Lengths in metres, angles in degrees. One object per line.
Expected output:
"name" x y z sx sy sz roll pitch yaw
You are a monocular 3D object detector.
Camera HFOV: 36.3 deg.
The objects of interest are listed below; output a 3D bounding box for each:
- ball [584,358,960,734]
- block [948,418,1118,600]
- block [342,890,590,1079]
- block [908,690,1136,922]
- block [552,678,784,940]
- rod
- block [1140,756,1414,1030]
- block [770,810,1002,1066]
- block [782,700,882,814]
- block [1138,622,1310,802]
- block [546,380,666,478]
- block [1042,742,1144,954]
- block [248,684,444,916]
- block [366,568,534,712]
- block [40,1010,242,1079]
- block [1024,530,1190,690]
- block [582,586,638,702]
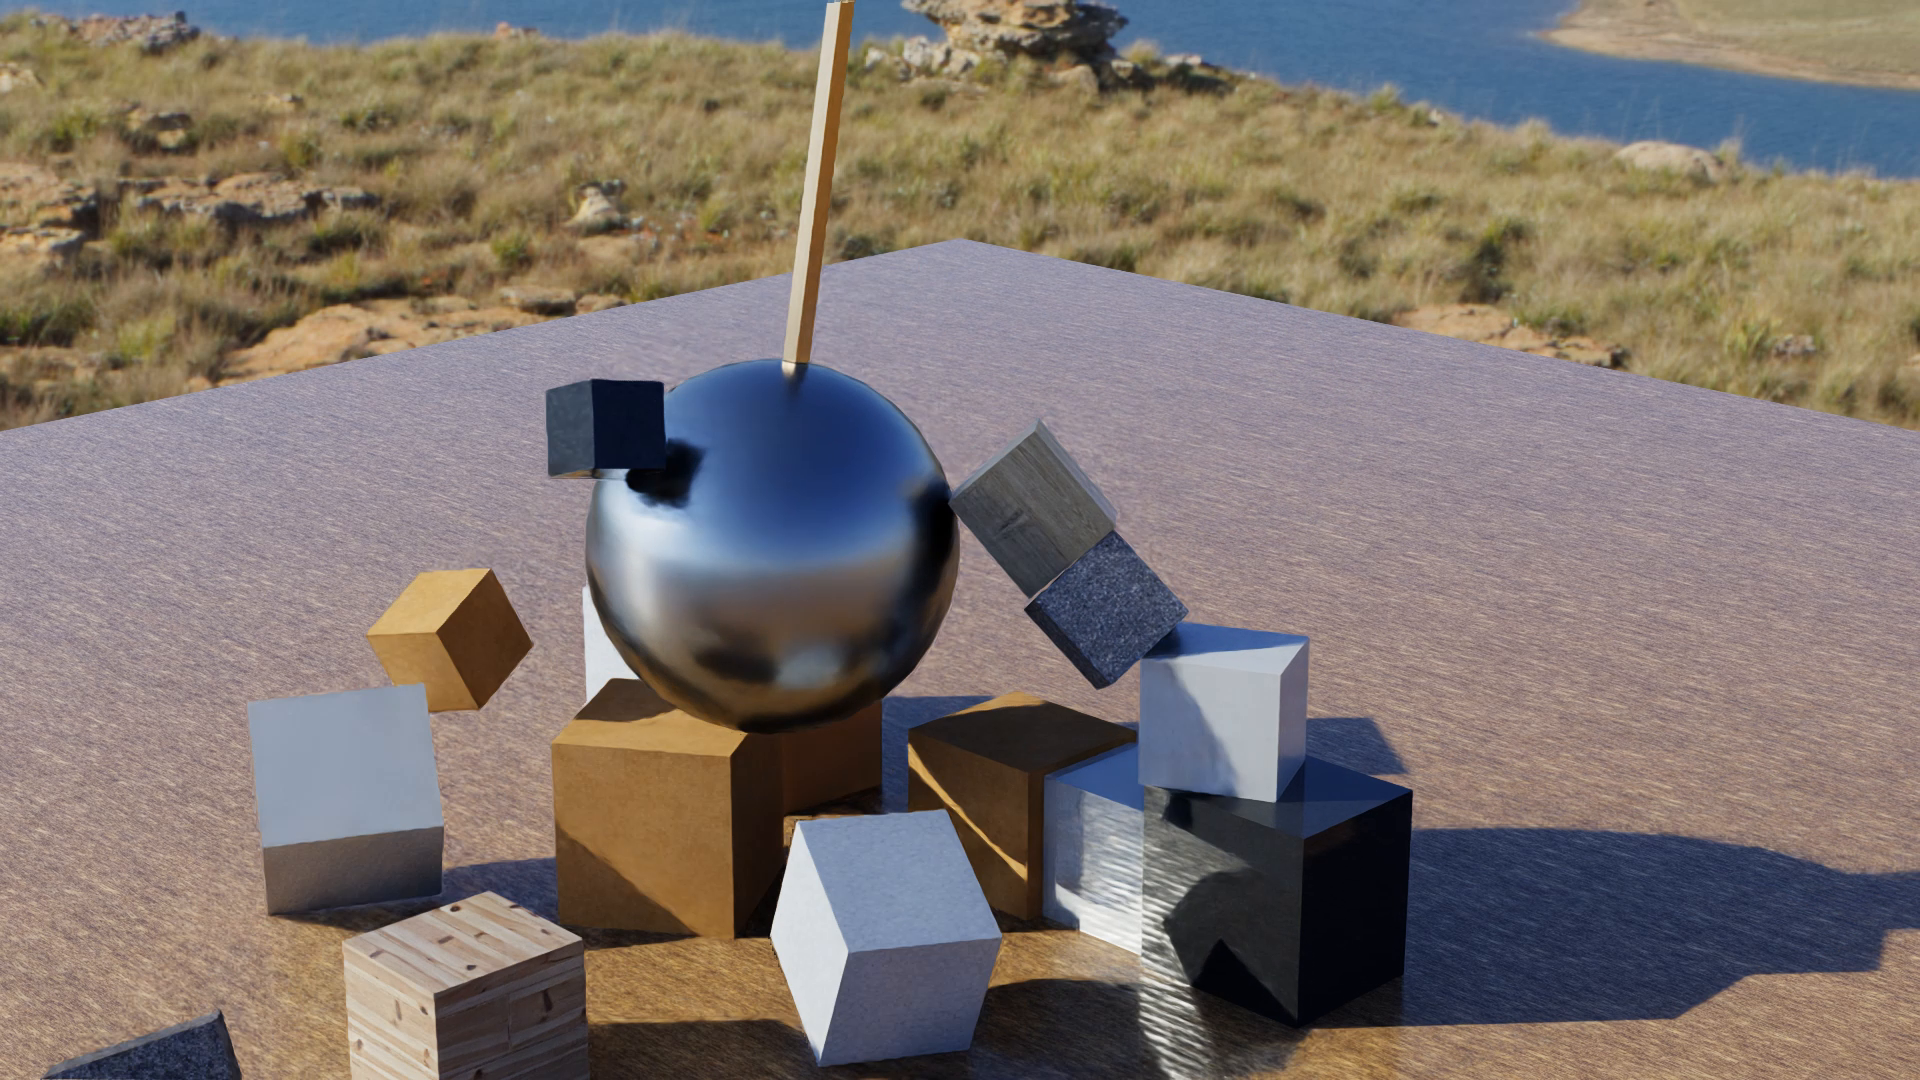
"ball" -0.799 0.028 12.513 1.600 1.600 1.600 0 17 0
"block" 0.312 -0.137 12.376 0.473 0.522 0.470 -40 4 8
"block" -1.929 1.842 11.470 0.690 0.607 0.630 -16 23 -41
"block" 0.282 1.196 13.364 0.748 0.704 0.711 17 24 42
"block" -1.291 1.188 13.135 0.803 0.857 0.837 4 18 11
"rod" -0.346 -3.293 11.944 0.080 5.200 0.080 17 13 42
"block" 1.331 1.432 12.385 0.848 0.842 0.728 17 24 42
"block" -0.308 1.587 11.753 0.639 0.653 0.719 -3 40 -22
"block" -0.851 0.830 14.442 0.646 0.757 0.678 -14 22 -38
"block" 1.111 0.715 12.329 0.592 0.560 0.503 6 18 19
"block" -1.427 -0.445 11.803 0.324 0.353 0.385 0 -4 -36
"block" 0.800 1.357 12.914 0.648 0.667 0.577 17 24 42
"block" -2.715 1.150 12.960 0.762 0.751 0.692 -6 62 -14
"block" -2.282 0.451 13.129 0.420 0.441 0.463 -4 35 33
"block" -2.789 2.058 10.230 0.599 0.633 0.574 -17 -1 -13
"block" 0.613 0.298 12.364 0.450 0.472 0.457 -42 -1 -7
"block" -1.364 0.637 14.964 0.761 0.812 0.797 -16 23 -41
